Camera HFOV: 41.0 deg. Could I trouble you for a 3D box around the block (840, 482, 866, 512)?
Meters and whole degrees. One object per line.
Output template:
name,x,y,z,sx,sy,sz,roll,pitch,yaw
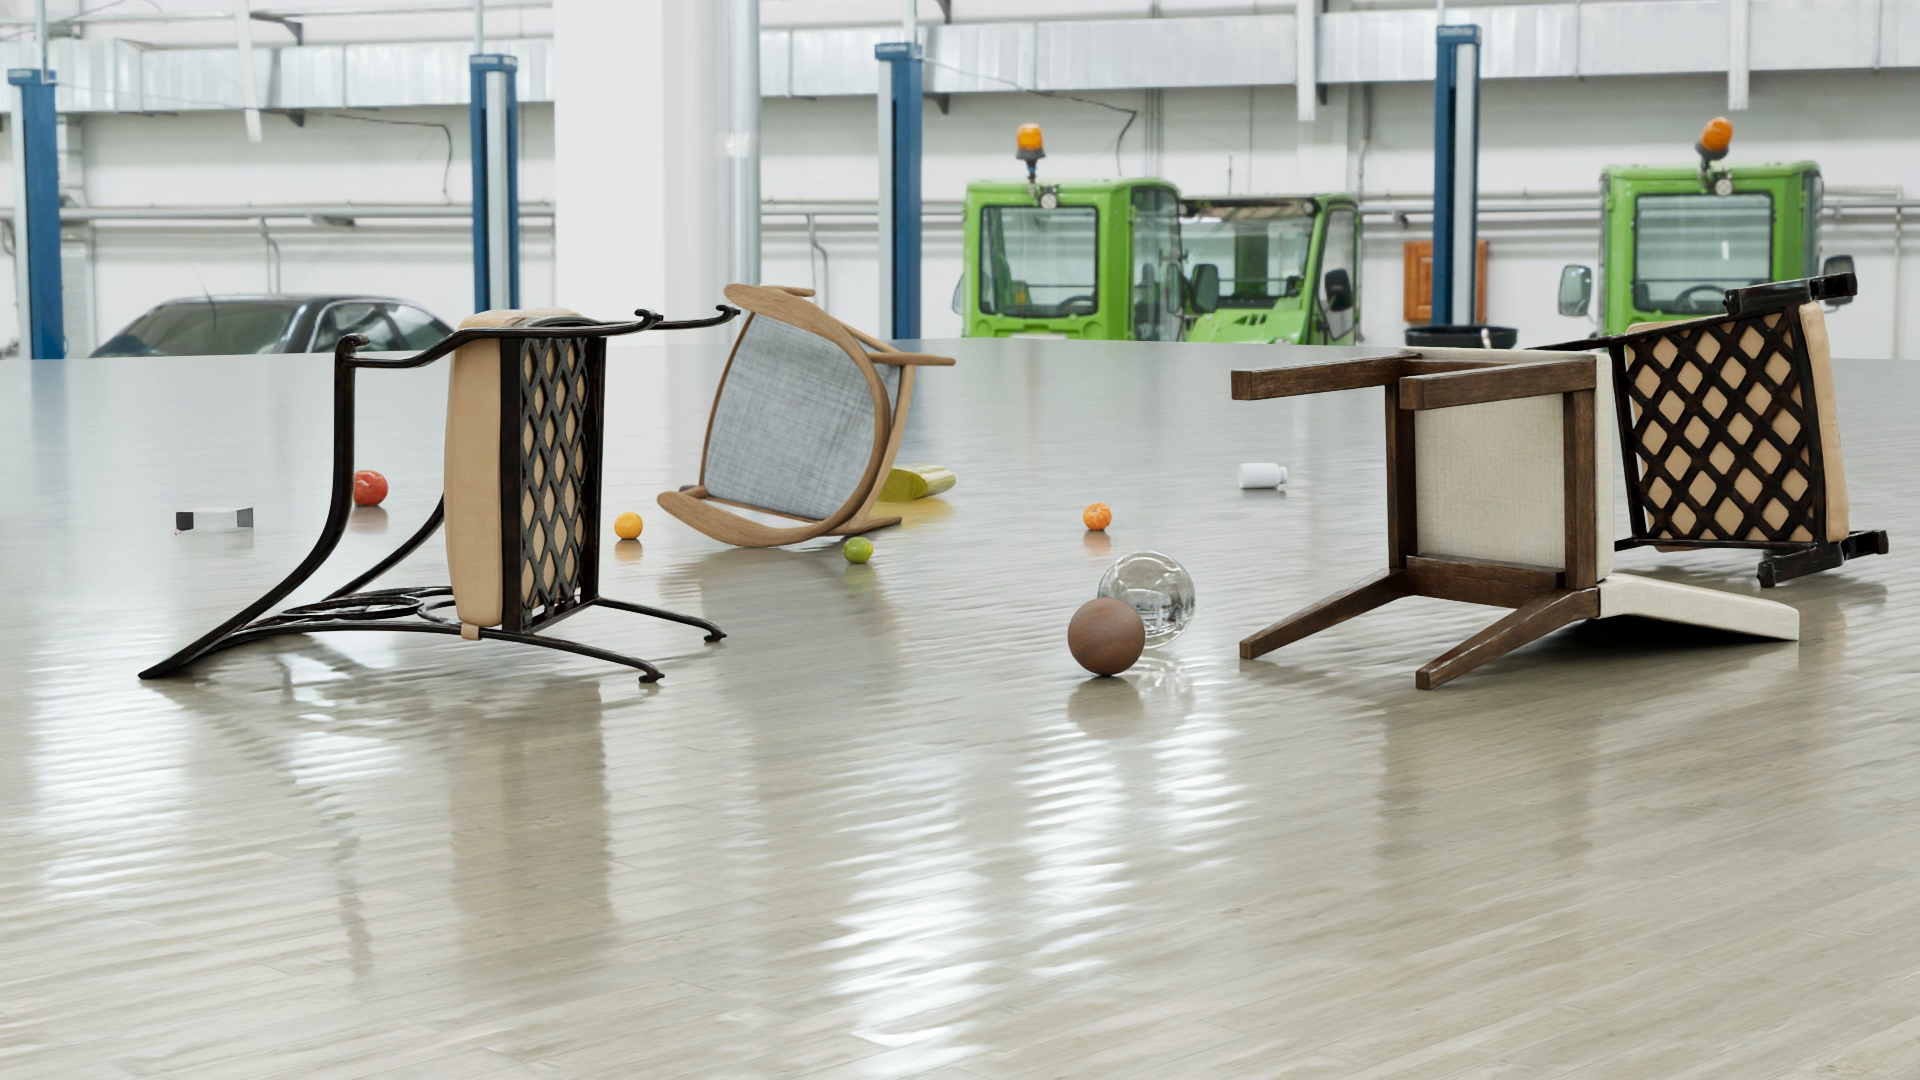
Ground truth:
block,-0.301,-0.120,7.204,0.047,0.076,0.086,-2,6,-17

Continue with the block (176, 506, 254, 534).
block,-1.936,-0.053,6.666,0.135,0.053,0.157,1,6,12

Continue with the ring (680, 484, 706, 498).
ring,-0.800,-0.147,7.670,0.067,0.035,0.099,2,5,33

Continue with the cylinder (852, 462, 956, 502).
cylinder,-0.166,-0.172,7.591,0.242,0.100,0.247,3,6,19

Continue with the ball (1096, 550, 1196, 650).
ball,0.329,0.105,4.534,0.176,0.176,0.176,0,6,0
